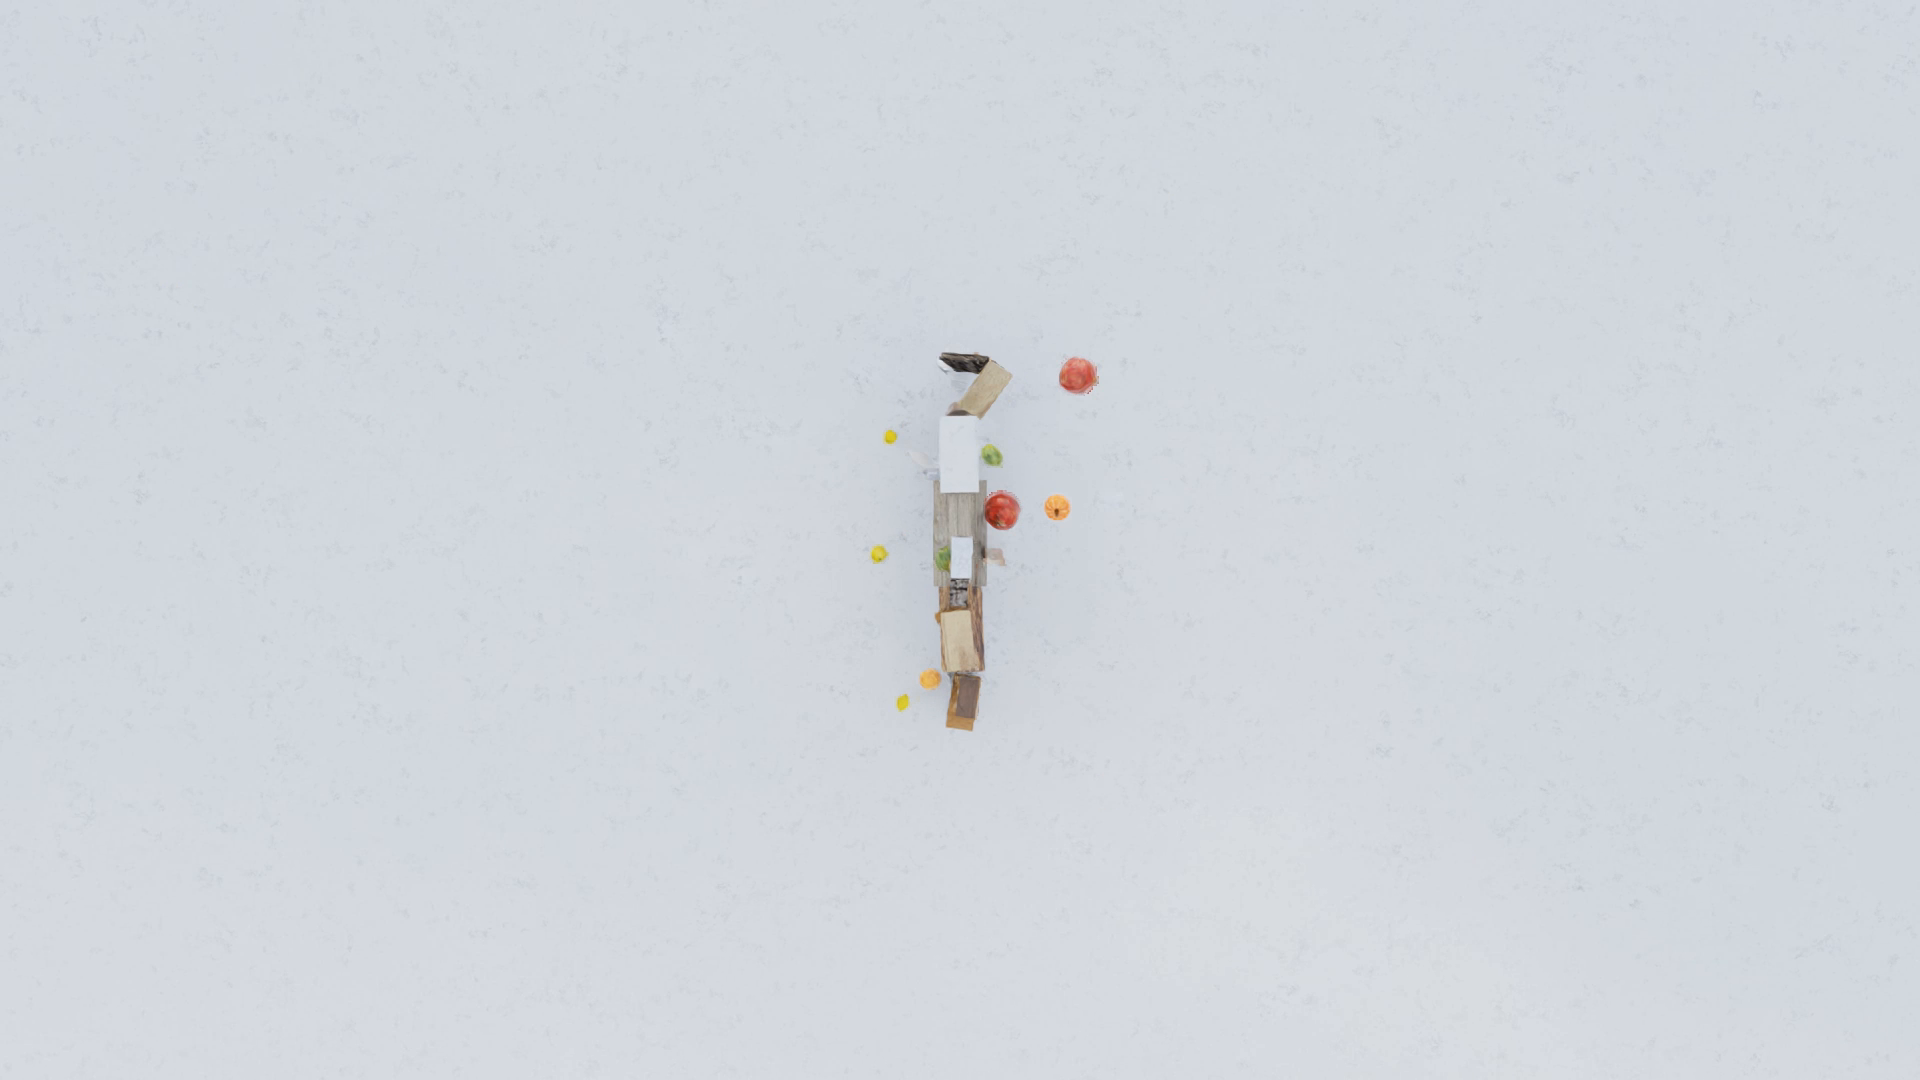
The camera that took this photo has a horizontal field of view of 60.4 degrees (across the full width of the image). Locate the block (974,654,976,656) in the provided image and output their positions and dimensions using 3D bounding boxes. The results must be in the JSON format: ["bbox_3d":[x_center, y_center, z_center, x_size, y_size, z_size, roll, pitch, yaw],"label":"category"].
[{"bbox_3d":[0.005,0.372,5.099,0.090,0.179,0.025,-1,83,0],"label":"block"}]

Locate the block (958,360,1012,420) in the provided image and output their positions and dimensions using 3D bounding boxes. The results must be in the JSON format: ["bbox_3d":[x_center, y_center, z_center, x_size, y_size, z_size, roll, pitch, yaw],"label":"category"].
[{"bbox_3d":[0.079,-0.465,5.112,0.086,0.024,0.171,33,103,-17],"label":"block"}]

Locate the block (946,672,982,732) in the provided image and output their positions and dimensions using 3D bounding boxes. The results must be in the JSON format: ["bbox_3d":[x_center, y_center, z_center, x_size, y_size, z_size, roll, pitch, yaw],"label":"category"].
[{"bbox_3d":[0.011,0.522,5.309,0.088,0.025,0.176,10,89,-5],"label":"block"}]

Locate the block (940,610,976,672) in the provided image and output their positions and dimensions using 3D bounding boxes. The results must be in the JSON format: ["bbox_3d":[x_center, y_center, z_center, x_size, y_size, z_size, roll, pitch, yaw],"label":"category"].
[{"bbox_3d":[-0.005,0.305,4.996,0.090,0.025,0.179,-6,90,0],"label":"block"}]

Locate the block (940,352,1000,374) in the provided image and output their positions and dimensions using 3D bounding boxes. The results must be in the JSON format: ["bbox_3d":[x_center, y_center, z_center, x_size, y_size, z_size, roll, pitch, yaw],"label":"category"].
[{"bbox_3d":[0.036,-0.559,5.236,0.086,0.220,0.024,33,76,-40],"label":"block"}]

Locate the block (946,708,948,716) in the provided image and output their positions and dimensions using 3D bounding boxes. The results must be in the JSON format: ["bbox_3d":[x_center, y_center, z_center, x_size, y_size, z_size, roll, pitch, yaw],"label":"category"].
[{"bbox_3d":[-0.002,0.575,5.412,0.088,0.176,0.025,0,91,0],"label":"block"}]

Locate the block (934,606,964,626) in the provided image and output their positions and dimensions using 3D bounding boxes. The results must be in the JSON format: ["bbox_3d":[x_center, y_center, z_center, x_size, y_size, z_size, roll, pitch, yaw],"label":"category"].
[{"bbox_3d":[-0.029,0.235,5.099,0.090,0.179,0.025,-16,83,0],"label":"block"}]

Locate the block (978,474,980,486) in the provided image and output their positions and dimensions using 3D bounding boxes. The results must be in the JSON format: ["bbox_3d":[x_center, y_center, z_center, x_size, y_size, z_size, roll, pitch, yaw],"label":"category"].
[{"bbox_3d":[0.002,-0.182,5.009,0.113,0.226,0.032,0,90,0],"label":"block"}]

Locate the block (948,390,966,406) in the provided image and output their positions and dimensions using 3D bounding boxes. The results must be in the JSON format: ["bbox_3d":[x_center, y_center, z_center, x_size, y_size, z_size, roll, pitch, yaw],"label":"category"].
[{"bbox_3d":[-0.002,-0.410,5.331,0.076,0.022,0.153,-1,94,0],"label":"block"}]

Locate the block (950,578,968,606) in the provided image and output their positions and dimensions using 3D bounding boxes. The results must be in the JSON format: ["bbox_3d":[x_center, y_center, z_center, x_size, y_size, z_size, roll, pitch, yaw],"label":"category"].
[{"bbox_3d":[-0.003,0.145,5.004,0.054,0.015,0.109,2,90,0],"label":"block"}]

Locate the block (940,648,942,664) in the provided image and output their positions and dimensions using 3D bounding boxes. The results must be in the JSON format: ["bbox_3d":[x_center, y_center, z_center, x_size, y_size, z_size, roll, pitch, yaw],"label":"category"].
[{"bbox_3d":[0.005,0.374,5.364,0.136,0.272,0.039,0,89,0],"label":"block"}]

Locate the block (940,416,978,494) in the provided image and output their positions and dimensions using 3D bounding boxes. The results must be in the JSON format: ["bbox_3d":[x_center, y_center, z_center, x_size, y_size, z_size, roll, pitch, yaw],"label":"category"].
[{"bbox_3d":[-0.003,-0.253,4.880,0.113,0.032,0.226,-1,90,0],"label":"block"}]

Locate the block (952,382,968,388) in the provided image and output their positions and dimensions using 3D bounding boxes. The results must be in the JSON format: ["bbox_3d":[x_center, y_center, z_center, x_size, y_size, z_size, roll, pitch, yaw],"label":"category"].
[{"bbox_3d":[-0.001,-0.512,5.445,0.055,0.110,0.016,0,90,0],"label":"block"}]

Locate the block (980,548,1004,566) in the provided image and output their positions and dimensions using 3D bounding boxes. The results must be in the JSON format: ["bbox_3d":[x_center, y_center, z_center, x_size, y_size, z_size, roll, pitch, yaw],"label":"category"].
[{"bbox_3d":[0.100,0.049,5.060,0.063,0.126,0.018,2,106,-4],"label":"block"}]

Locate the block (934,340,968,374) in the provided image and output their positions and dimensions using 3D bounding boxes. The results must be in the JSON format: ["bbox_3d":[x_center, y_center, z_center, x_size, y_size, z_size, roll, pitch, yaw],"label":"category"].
[{"bbox_3d":[-0.029,-0.598,5.375,0.055,0.016,0.110,39,70,11],"label":"block"}]

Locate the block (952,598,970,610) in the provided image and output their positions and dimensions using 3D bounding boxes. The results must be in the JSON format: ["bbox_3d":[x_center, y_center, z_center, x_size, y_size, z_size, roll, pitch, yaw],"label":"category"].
[{"bbox_3d":[0.004,0.198,5.100,0.054,0.177,0.015,-1,82,0],"label":"block"}]

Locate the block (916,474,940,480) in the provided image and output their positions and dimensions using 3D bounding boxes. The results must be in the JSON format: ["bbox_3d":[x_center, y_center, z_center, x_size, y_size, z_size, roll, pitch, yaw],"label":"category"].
[{"bbox_3d":[-0.071,-0.210,5.429,0.138,0.069,0.020,-4,97,-40],"label":"block"}]

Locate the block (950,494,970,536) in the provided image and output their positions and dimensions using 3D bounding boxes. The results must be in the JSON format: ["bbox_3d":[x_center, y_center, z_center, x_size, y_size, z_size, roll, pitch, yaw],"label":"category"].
[{"bbox_3d":[0.000,-0.076,4.985,0.064,0.018,0.128,0,90,0],"label":"block"}]

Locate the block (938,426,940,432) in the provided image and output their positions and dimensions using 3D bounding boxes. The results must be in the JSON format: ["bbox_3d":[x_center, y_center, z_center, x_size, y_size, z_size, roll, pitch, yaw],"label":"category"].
[{"bbox_3d":[-0.005,-0.329,5.111,0.113,0.429,0.032,-2,91,0],"label":"block"}]

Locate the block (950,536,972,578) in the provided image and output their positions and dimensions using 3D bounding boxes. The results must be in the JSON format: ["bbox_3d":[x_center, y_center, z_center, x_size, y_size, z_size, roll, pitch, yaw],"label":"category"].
[{"bbox_3d":[0.004,0.052,4.980,0.063,0.018,0.126,1,97,-1],"label":"block"}]

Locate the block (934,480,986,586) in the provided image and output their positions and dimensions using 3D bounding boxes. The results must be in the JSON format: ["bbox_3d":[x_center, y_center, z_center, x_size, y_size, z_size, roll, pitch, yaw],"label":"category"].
[{"bbox_3d":[0.001,-0.021,5.145,0.166,0.047,0.331,0,90,0],"label":"block"}]

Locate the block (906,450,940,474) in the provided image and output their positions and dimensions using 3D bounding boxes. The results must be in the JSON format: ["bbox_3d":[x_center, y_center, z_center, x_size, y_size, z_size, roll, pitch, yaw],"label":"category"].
[{"bbox_3d":[-0.118,-0.255,5.425,0.069,0.138,0.020,1,115,-31],"label":"block"}]

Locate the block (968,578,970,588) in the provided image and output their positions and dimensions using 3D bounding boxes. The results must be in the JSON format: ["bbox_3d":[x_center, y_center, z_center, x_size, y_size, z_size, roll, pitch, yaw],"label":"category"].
[{"bbox_3d":[0.004,0.131,5.067,0.054,0.109,0.015,0,79,0],"label":"block"}]

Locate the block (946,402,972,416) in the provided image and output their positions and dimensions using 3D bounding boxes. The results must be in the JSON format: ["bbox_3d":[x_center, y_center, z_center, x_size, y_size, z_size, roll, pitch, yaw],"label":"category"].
[{"bbox_3d":[0.009,-0.410,5.228,0.086,0.171,0.024,7,86,-8],"label":"block"}]

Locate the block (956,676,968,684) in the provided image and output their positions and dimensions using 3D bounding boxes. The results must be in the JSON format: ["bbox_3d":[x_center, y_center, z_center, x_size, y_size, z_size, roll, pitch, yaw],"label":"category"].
[{"bbox_3d":[0.025,0.451,5.233,0.063,0.125,0.018,4,92,-6],"label":"block"}]

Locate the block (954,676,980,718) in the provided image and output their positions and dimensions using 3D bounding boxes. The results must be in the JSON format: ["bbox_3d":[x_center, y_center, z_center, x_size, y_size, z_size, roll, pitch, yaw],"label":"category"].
[{"bbox_3d":[0.023,0.493,5.161,0.063,0.018,0.125,8,90,-6],"label":"block"}]

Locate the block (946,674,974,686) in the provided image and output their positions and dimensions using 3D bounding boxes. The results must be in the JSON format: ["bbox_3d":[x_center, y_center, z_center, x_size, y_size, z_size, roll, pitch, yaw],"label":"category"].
[{"bbox_3d":[0.006,0.458,5.409,0.088,0.176,0.025,0,91,-4],"label":"block"}]

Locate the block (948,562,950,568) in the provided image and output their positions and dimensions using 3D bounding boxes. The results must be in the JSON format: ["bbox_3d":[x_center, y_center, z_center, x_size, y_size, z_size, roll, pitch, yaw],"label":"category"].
[{"bbox_3d":[-0.001,0.089,5.059,0.063,0.126,0.018,-9,74,0],"label":"block"}]

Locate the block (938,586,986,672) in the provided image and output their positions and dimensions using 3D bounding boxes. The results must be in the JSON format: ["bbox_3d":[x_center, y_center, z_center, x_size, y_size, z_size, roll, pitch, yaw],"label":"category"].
[{"bbox_3d":[0.006,0.280,5.208,0.136,0.039,0.272,-2,90,0],"label":"block"}]

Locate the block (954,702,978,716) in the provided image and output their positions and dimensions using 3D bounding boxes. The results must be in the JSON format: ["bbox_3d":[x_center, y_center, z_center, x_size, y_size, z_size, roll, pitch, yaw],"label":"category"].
[{"bbox_3d":[0.017,0.535,5.233,0.063,0.125,0.018,6,92,-6],"label":"block"}]
